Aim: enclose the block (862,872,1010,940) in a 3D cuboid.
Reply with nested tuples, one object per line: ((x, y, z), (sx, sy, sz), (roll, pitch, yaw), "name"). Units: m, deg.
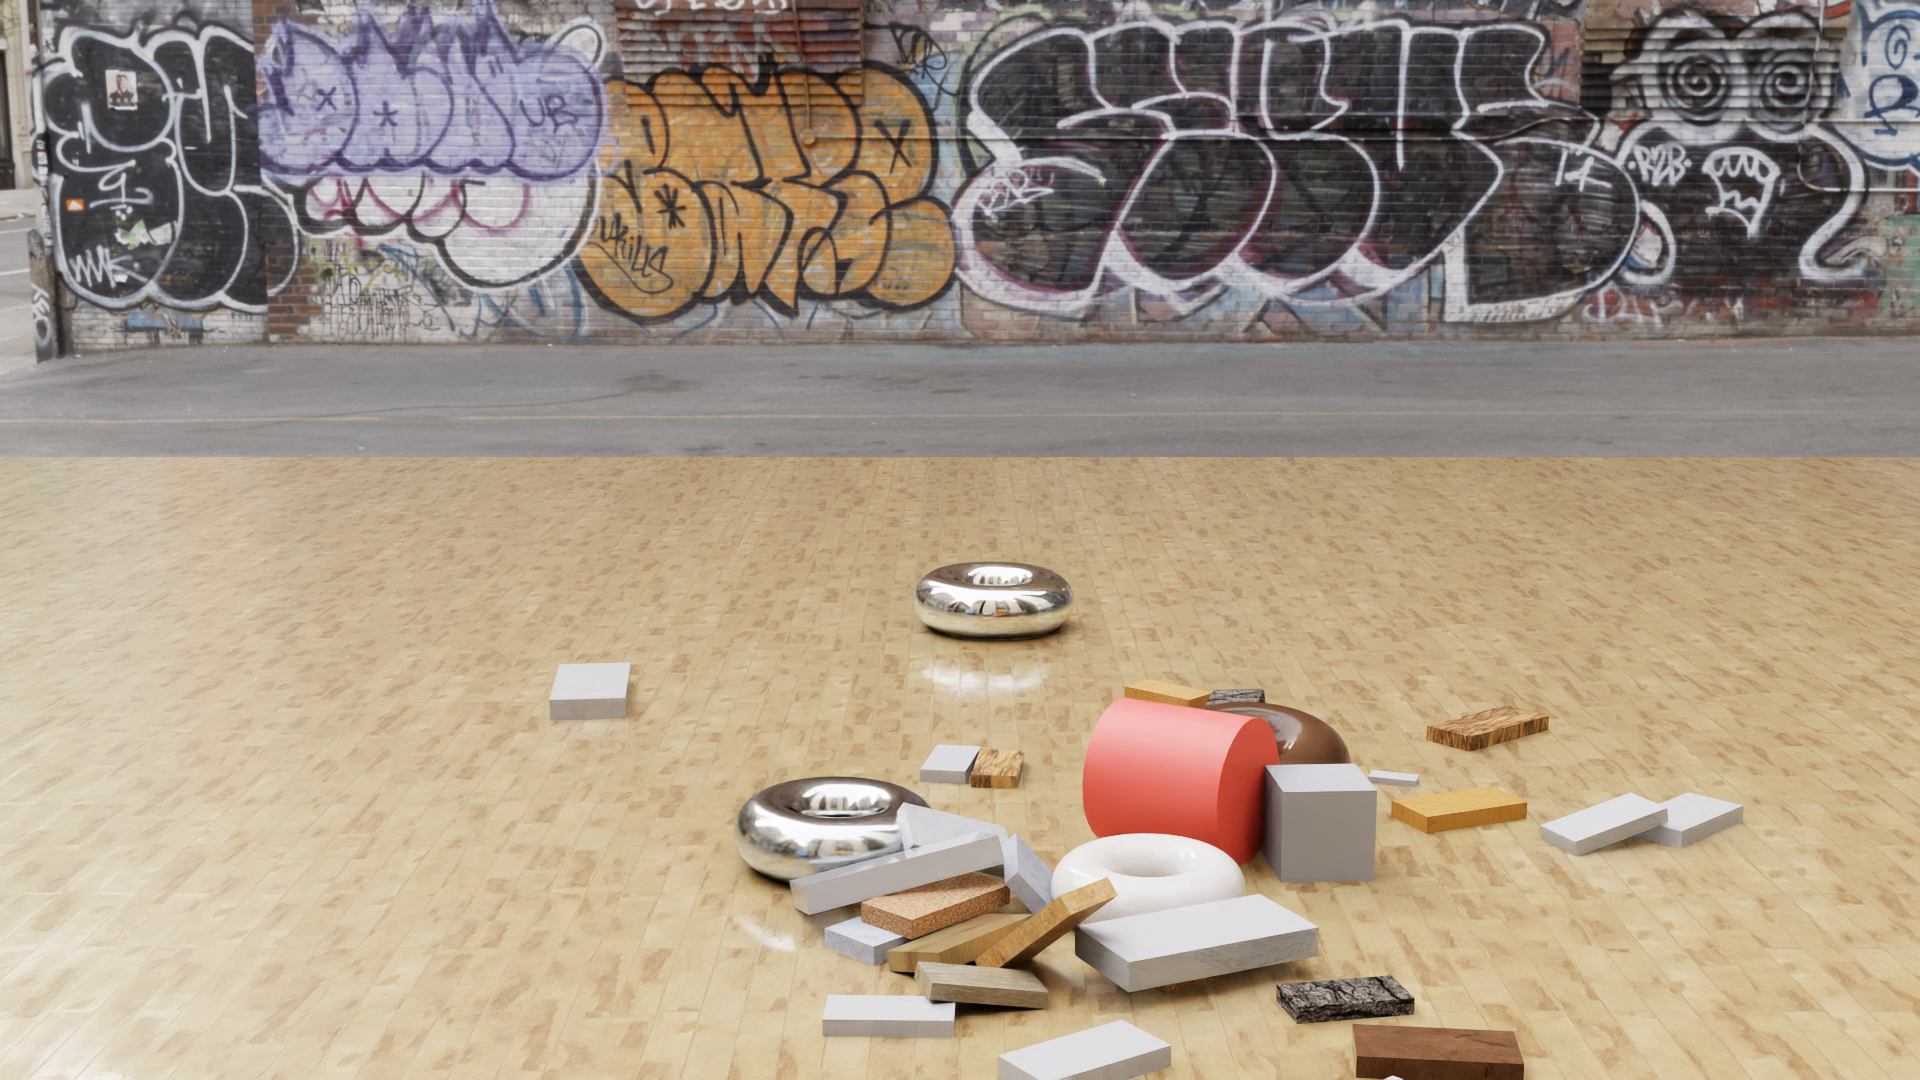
((-0.037, 0.575, 3.487), (0.112, 0.032, 0.223), (10, 14, 43), "block")

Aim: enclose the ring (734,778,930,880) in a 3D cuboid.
((-0.214, 0.504, 3.815), (0.356, 0.119, 0.356), (1, 11, 0), "ring")

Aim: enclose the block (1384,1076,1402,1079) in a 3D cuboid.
((0.600, 0.740, 2.780), (0.107, 0.030, 0.213), (-9, 14, -41), "block")

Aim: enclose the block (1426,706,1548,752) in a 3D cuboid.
((1.112, 0.395, 4.630), (0.264, 0.031, 0.111), (-8, 13, -38), "block")

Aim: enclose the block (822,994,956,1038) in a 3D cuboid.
((-0.099, 0.677, 3.130), (0.184, 0.025, 0.089), (0, 11, 2), "block")

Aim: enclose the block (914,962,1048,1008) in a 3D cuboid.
((0.031, 0.647, 3.200), (0.177, 0.025, 0.089), (8, 7, -17), "block")

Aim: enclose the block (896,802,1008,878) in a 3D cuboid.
((-0.006, 0.510, 3.732), (0.199, 0.028, 0.099), (16, 32, -24), "block")

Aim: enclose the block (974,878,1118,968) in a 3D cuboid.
((0.127, 0.578, 3.276), (0.110, 0.031, 0.220), (-12, -25, -46), "block")

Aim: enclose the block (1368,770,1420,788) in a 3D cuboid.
((0.848, 0.467, 4.297), (0.093, 0.013, 0.046), (4, 11, 20), "block")

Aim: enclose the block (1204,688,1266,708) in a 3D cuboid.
((0.579, 0.369, 4.695), (0.111, 0.031, 0.222), (-3, 14, 17), "block")

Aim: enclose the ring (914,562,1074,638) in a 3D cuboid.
((0.087, 0.153, 5.648), (0.414, 0.138, 0.414), (1, 12, 0), "ring")

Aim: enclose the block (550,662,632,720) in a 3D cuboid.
((-0.823, 0.336, 4.911), (0.162, 0.046, 0.324), (-1, 11, -6), "block")

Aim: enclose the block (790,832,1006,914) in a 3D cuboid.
((-0.104, 0.537, 3.558), (0.324, 0.046, 0.162), (-13, -3, -13), "block")

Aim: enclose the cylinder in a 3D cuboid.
((0.390, 0.422, 3.869), (0.257, 0.257, 0.257), (7, 12, 31), "cylinder")

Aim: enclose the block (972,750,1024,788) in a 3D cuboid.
((0.076, 0.452, 4.345), (0.090, 0.025, 0.180), (1, 11, 6), "block")

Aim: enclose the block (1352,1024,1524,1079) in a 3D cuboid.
((0.648, 0.700, 2.992), (0.220, 0.031, 0.110), (1, 11, 7), "block")

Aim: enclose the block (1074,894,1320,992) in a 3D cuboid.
((0.356, 0.602, 3.303), (0.328, 0.046, 0.162), (-5, 12, -25), "block")

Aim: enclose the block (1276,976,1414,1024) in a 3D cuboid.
((0.558, 0.666, 3.190), (0.177, 0.025, 0.089), (-2, 11, -11), "block")

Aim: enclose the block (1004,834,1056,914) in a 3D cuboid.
((0.116, 0.555, 3.602), (0.028, 0.099, 0.199), (-42, 7, 8), "block")

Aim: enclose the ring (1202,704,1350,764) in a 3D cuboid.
((0.543, 0.418, 4.120), (0.375, 0.125, 0.375), (-1, 20, 0), "ring")

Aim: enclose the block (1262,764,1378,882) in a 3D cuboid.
((0.618, 0.486, 3.790), (0.160, 0.160, 0.160), (-1, 11, -3), "block")

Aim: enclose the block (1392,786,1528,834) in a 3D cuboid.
((0.924, 0.499, 4.073), (0.222, 0.031, 0.111), (-5, 11, -23), "block")

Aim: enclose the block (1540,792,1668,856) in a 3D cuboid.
((1.152, 0.508, 3.931), (0.200, 0.028, 0.099), (-16, 15, -19), "block")

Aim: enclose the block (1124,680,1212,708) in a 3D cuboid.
((0.467, 0.346, 4.913), (0.180, 0.025, 0.090), (10, 14, 42), "block")

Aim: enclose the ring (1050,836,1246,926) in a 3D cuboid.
((0.304, 0.561, 3.548), (0.315, 0.105, 0.315), (-1, 11, 0), "ring")

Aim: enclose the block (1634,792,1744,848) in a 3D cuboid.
((1.322, 0.510, 4.013), (0.222, 0.031, 0.111), (-10, 14, -42), "block")

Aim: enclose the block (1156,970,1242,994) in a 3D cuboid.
((0.361, 0.633, 3.348), (0.223, 0.032, 0.112), (-7, 13, -35), "block")

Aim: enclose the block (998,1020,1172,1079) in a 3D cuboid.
((0.169, 0.704, 2.973), (0.213, 0.030, 0.107), (-7, 13, -34), "block")

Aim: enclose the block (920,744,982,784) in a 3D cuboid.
((-0.018, 0.445, 4.378), (0.090, 0.025, 0.180), (2, 11, 10), "block")

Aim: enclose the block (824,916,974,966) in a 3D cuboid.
((-0.092, 0.612, 3.463), (0.112, 0.032, 0.223), (10, 15, 44), "block")

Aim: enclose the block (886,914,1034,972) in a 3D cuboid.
((0.005, 0.617, 3.372), (0.110, 0.031, 0.220), (-8, 2, 43), "block")
